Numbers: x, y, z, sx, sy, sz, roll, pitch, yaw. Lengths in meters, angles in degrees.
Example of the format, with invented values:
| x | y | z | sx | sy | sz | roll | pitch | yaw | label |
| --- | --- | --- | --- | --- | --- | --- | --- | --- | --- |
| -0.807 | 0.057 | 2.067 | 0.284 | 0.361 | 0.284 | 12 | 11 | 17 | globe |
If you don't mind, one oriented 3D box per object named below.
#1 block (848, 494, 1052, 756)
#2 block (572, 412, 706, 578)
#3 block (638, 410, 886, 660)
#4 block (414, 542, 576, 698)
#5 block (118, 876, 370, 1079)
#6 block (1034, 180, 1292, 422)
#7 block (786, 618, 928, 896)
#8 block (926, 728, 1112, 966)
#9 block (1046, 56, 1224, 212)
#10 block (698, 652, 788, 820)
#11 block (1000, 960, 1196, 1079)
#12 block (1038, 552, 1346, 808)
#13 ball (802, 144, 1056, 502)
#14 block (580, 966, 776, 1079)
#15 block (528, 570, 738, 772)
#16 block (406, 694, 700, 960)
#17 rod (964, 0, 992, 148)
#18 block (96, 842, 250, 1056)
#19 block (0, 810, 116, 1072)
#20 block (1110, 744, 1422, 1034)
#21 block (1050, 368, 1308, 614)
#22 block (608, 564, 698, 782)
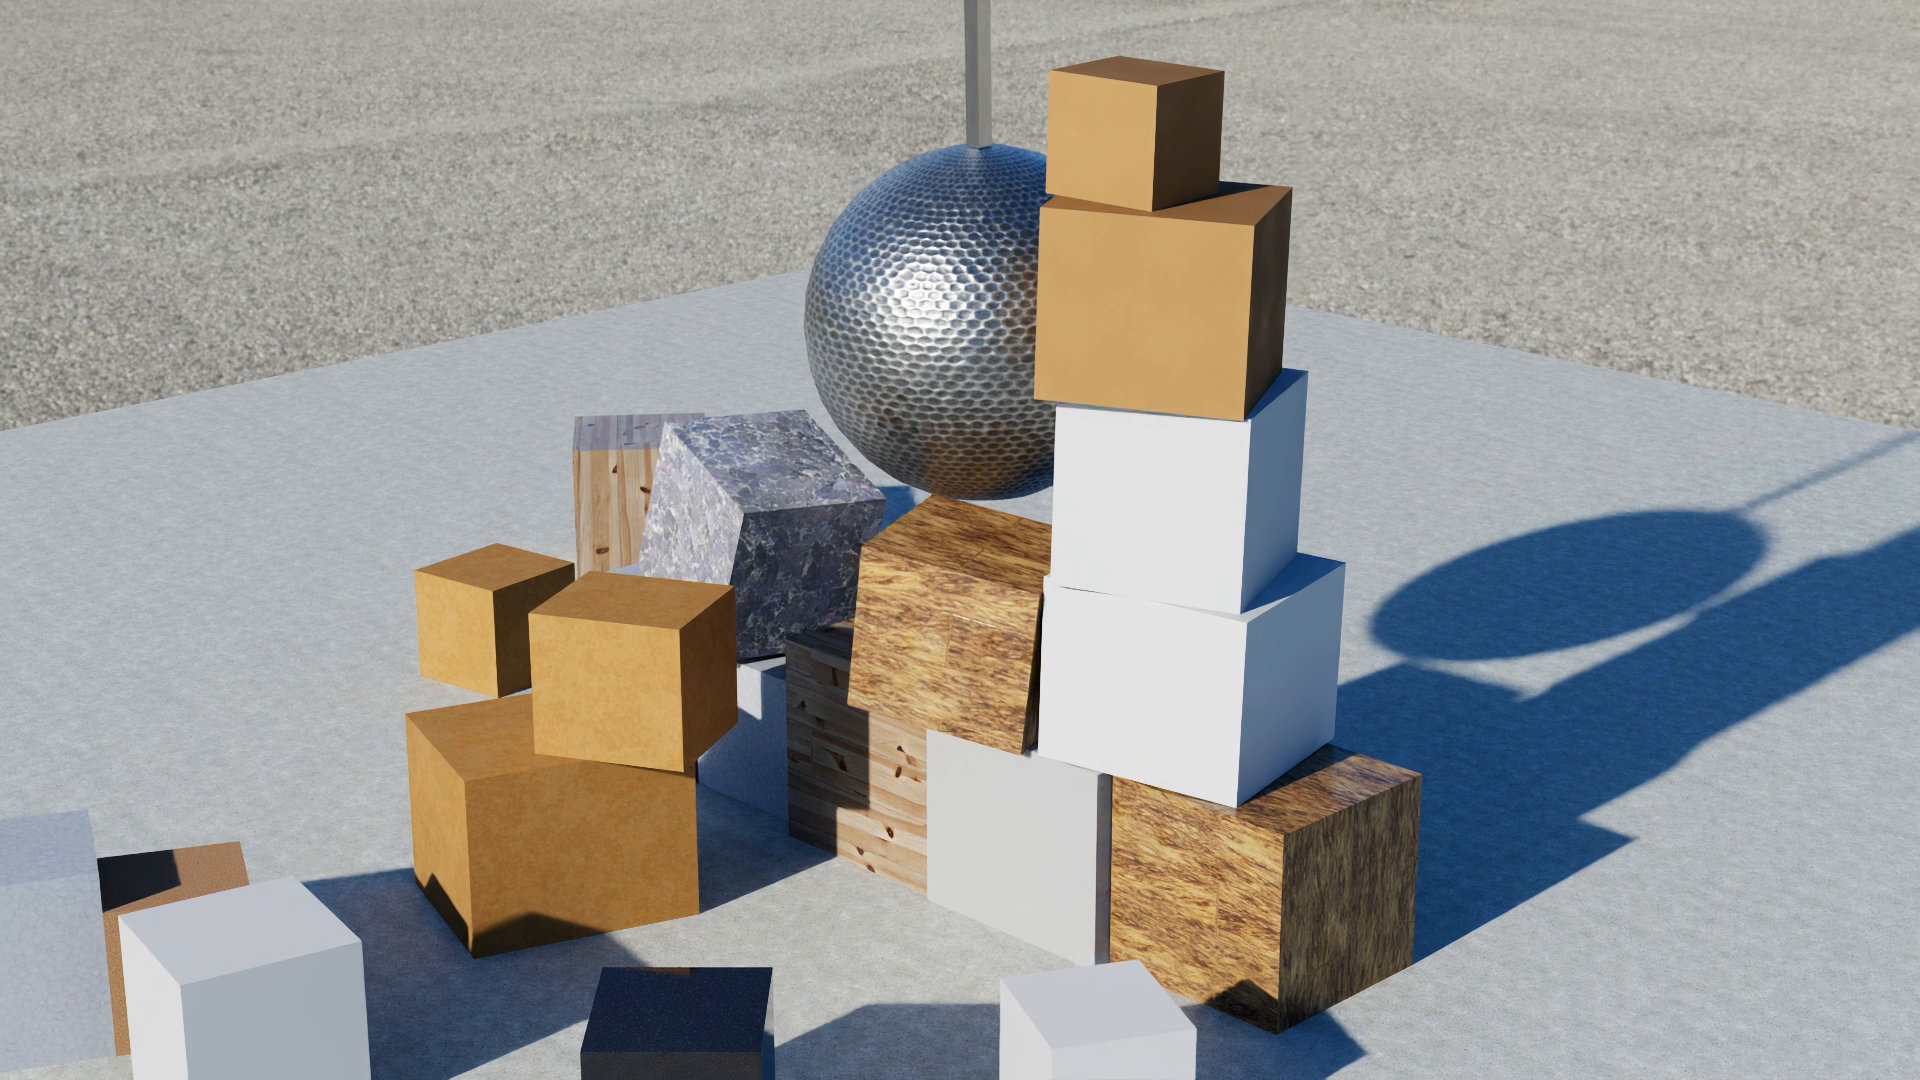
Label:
| x | y | z | sx | sy | sz | roll | pitch | yaw | label |
| --- | --- | --- | --- | --- | --- | --- | --- | --- | --- |
| 0.069 | 0.355 | 12.748 | 0.825 | 0.753 | 0.724 | 15 | 25 | 20 | block |
| -1.916 | -0.241 | 17.685 | 0.790 | 0.856 | 0.791 | -2 | 18 | -6 | block |
| -0.974 | -0.033 | 14.236 | 0.771 | 0.835 | 0.857 | -6 | 35 | -32 | block |
| -2.519 | 0.432 | 15.962 | 0.597 | 0.605 | 0.616 | 13 | 21 | 35 | block |
| -2.757 | 1.829 | 11.316 | 0.704 | 0.725 | 0.726 | -11 | 21 | -31 | block |
| 0.826 | -1.001 | 11.836 | 0.853 | 0.780 | 0.779 | 7 | 20 | 16 | block |
| -0.131 | 0.935 | 13.724 | 0.953 | 0.987 | 0.971 | -16 | 24 | -41 | block |
| 0.592 | 1.187 | 13.069 | 1.066 | 0.898 | 1.026 | -16 | 24 | -42 | block |
| 0.697 | -1.626 | 11.688 | 0.511 | 0.492 | 0.482 | 15 | 23 | 35 | block |
| -0.750 | 0.870 | 14.388 | 0.790 | 0.713 | 0.746 | 17 | 24 | 42 | block |
| 0.514 | 1.994 | 11.116 | 0.565 | 0.529 | 0.615 | -5 | 18 | -16 | block |
| 0.982 | 0.503 | 12.414 | 0.944 | 0.804 | 0.911 | 13 | 22 | 30 | block |
| 0.097 | -0.972 | 13.138 | 1.600 | 1.600 | 1.600 | 0 | 17 | 0 | ball |
| -1.024 | 2.025 | 10.796 | 0.640 | 0.664 | 0.684 | 0 | 17 | 0 | block |
| -1.411 | 0.561 | 12.748 | 0.695 | 0.639 | 0.617 | 6 | 18 | 17 | block |
| -1.823 | 1.221 | 13.087 | 1.036 | 0.823 | 0.895 | -8 | 19 | -25 | block |
| 0.042 | -4.198 | 12.066 | 0.080 | 5.200 | 0.080 | 17 | 25 | 42 | rod |
| -3.196 | 1.664 | 12.005 | 0.576 | 0.626 | 0.568 | -6 | 18 | -17 | block |
| -3.871 | 1.631 | 11.829 | 0.788 | 0.796 | 0.689 | -6 | 18 | -18 | block |
| 1.289 | 1.401 | 12.422 | 0.917 | 0.879 | 0.916 | -17 | 24 | -42 | block |
| 0.912 | -0.261 | 12.142 | 0.815 | 0.815 | 0.808 | 9 | 20 | 21 | block |
| -1.319 | 0.613 | 14.932 | 0.846 | 0.878 | 0.829 | -17 | 24 | -42 | block |
